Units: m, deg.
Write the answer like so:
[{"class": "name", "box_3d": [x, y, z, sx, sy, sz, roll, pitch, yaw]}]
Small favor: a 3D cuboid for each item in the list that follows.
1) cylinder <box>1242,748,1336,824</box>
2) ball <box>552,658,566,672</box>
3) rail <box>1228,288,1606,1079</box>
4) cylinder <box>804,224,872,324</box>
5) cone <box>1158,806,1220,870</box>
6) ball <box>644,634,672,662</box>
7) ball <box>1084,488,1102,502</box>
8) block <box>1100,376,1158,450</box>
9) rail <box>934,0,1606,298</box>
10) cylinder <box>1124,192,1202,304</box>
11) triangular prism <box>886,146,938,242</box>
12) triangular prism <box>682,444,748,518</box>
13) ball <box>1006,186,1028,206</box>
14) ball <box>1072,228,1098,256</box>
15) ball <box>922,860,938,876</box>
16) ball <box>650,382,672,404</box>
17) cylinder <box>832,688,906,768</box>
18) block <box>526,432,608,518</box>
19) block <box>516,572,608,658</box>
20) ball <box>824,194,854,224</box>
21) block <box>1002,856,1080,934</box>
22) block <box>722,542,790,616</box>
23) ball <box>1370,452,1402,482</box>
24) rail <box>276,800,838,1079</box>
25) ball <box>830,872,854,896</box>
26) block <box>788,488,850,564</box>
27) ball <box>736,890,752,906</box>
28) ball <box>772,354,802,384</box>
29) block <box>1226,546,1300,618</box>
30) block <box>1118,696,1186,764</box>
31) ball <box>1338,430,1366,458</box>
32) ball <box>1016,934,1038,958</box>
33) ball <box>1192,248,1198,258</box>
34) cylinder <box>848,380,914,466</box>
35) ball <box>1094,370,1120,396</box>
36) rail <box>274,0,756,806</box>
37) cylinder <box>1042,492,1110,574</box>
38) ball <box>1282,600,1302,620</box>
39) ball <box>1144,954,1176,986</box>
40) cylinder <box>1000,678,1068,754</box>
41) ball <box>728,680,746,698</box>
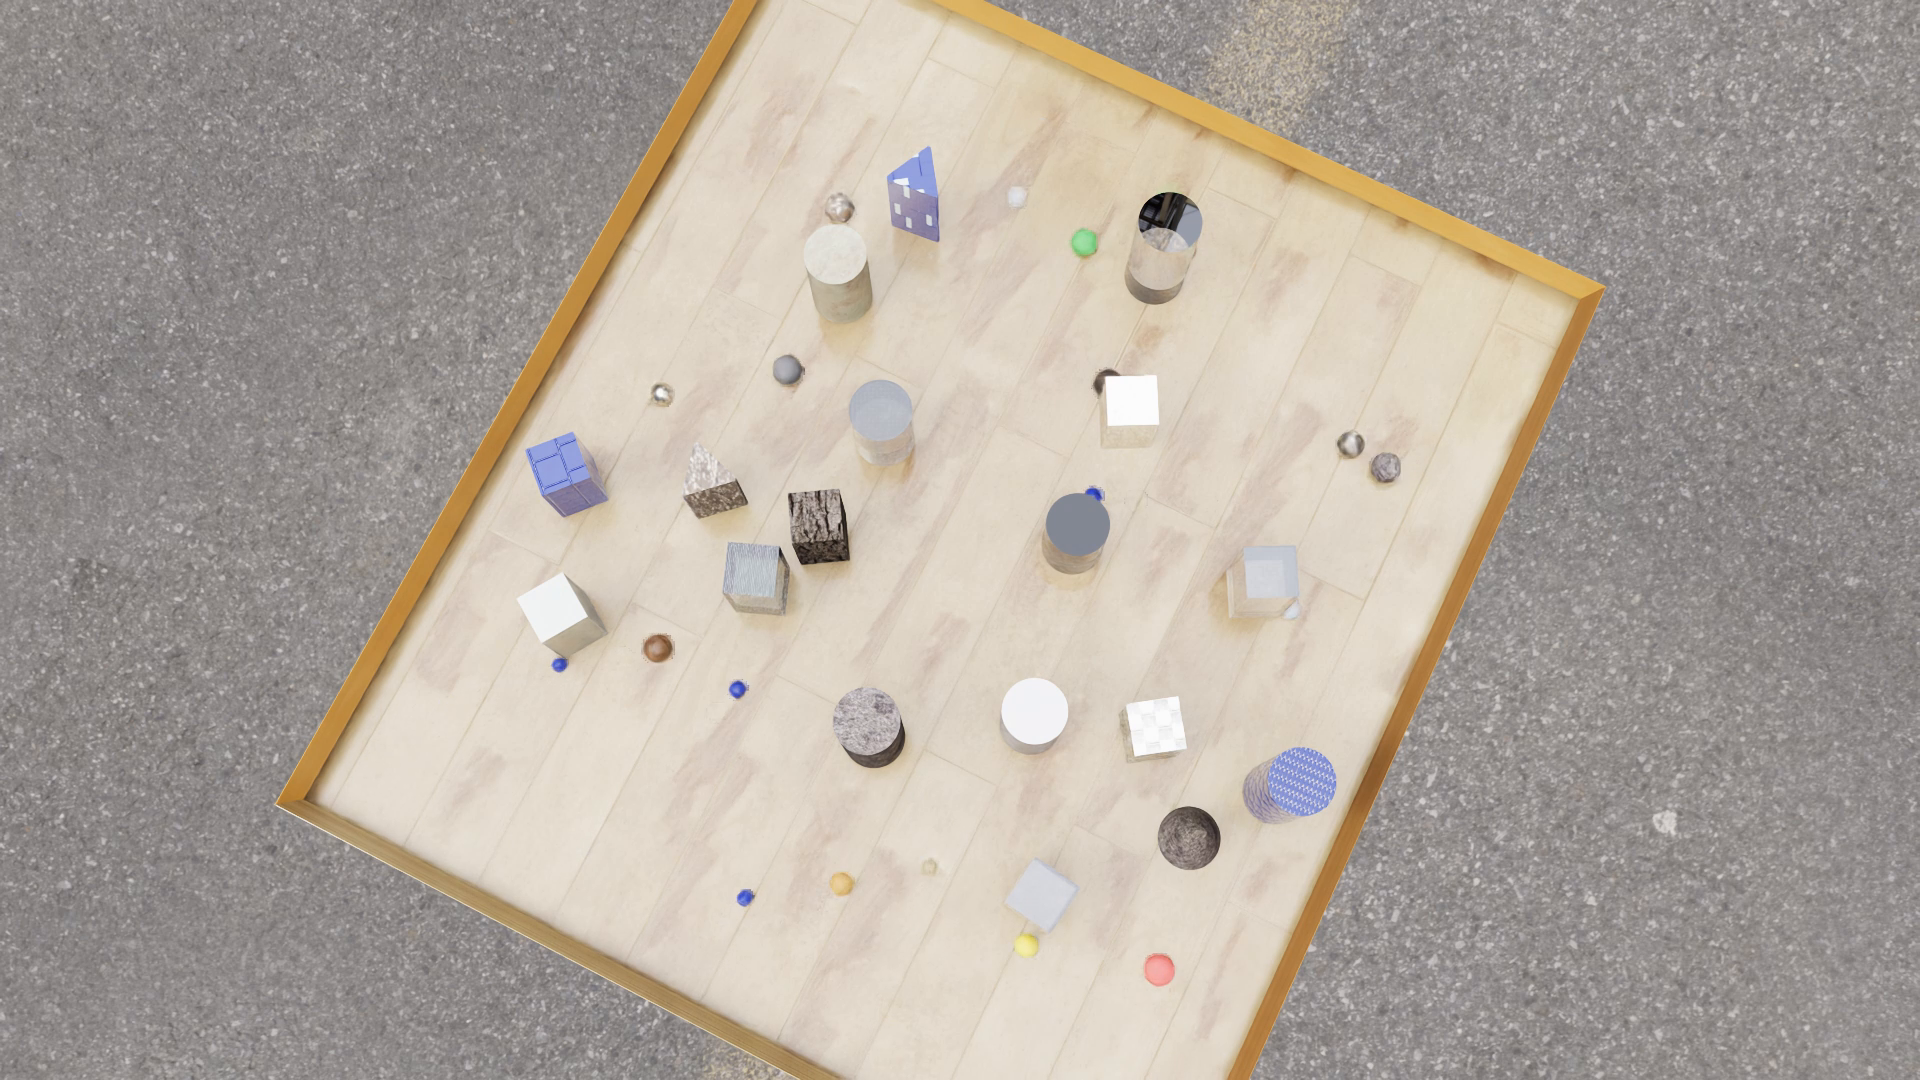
[{"class": "cylinder", "box_3d": [0.935, 0.706, 5.231, 0.187, 0.468, 0.187, 0, 78, 0]}, {"class": "ball", "box_3d": [-1.207, 0.376, 5.516, 0.045, 0.045, 0.045, 0, 78, 0]}, {"class": "rail", "box_3d": [1.258, 0.622, 5.425, 0.045, 0.122, 3.203, 26, 80, 5]}, {"class": "cylinder", "box_3d": [-0.369, -0.808, 5.597, 0.187, 0.365, 0.187, 0, 78, 0]}, {"class": "cone", "box_3d": [0.679, 0.844, 5.237, 0.187, 0.401, 0.187, 0, 78, 0]}, {"class": "ball", "box_3d": [-0.907, 0.325, 5.505, 0.087, 0.087, 0.087, 0, 78, 0]}, {"class": "ball", "box_3d": [0.408, -0.133, 5.615, 0.057, 0.057, 0.057, 0, 78, 0]}, {"class": "block", "box_3d": [0.510, -0.384, 5.553, 0.150, 0.279, 0.150, -1, 78, 0]}, {"class": "rail", "box_3d": [0.706, -1.376, 5.838, 2.859, 0.122, 0.045, 26, 80, 5]}, {"class": "cylinder", "box_3d": [0.613, -0.879, 5.562, 0.187, 0.462, 0.187, 0, 78, 0]}, {"class": "triangular prism", "box_3d": [-0.117, -1.076, 5.649, 0.162, 0.372, 0.141, 21, 79, 4]}, {"class": "triangular prism", "box_3d": [-0.750, -0.187, 5.493, 0.162, 0.317, 0.141, -17, 79, -3]}, {"class": "ball", "box_3d": [0.181, -1.089, 5.808, 0.065, 0.065, 0.065, 0, 78, 0]}, {"class": "ball", "box_3d": [0.392, -0.937, 5.768, 0.083, 0.083, 0.083, 0, 78, 0]}, {"class": "ball", "box_3d": [-0.088, 0.963, 5.394, 0.046, 0.046, 0.046, 0, 78, 0]}, {"class": "ball", "box_3d": [-0.926, -0.453, 5.675, 0.069, 0.069, 0.069, 0, 78, 0]}, {"class": "cylinder", "box_3d": [-0.257, 0.544, 5.272, 0.187, 0.454, 0.187, 0, 78, 0]}, {"class": "block", "box_3d": [-1.178, -0.193, 5.505, 0.150, 0.296, 0.150, -22, 79, -4]}, {"class": "block", "box_3d": [-1.168, 0.226, 5.404, 0.150, 0.325, 0.150, -30, 80, -6]}, {"class": "ball", "box_3d": [-0.380, -1.047, 5.785, 0.094, 0.094, 0.094, 0, 78, 0]}, {"class": "block", "box_3d": [0.228, 1.012, 5.216, 0.150, 0.374, 0.150, 34, 80, 7]}, {"class": "block", "box_3d": [-0.600, 0.118, 5.421, 0.150, 0.335, 0.150, 5, 78, 1]}, {"class": "ball", "box_3d": [1.306, -0.222, 5.615, 0.093, 0.093, 0.093, 0, 78, 0]}, {"class": "rail", "box_3d": [-0.706, 1.389, 5.266, 2.859, 0.122, 0.045, 26, 80, 5]}, {"class": "ball", "box_3d": [-0.348, 1.009, 5.372, 0.070, 0.070, 0.070, 0, 78, 0]}, {"class": "block", "box_3d": [-0.418, -0.037, 5.458, 0.150, 0.325, 0.150, -5, 78, -1]}, {"class": "ball", "box_3d": [-0.633, 1.052, 5.375, 0.046, 0.046, 0.046, 0, 78, 0]}, {"class": "ball", "box_3d": [-0.536, -0.527, 5.678, 0.093, 0.093, 0.093, 0, 78, 0]}, {"class": "block", "box_3d": [0.890, 0.127, 5.409, 0.150, 0.356, 0.150, -2, 78, 0]}, {"class": "block", "box_3d": [0.561, 0.559, 5.363, 0.150, 0.270, 0.150, -8, 78, -2]}, {"class": "ball", "box_3d": [1.203, -0.295, 5.635, 0.083, 0.083, 0.083, 0, 78, 0]}, {"class": "ball", "box_3d": [0.195, 1.182, 5.337, 0.069, 0.069, 0.069, 0, 78, 0]}, {"class": "ball", "box_3d": [0.716, -0.911, 5.773, 0.062, 0.062, 0.062, 0, 78, 0]}, {"class": "cylinder", "box_3d": [-0.233, -0.350, 5.531, 0.187, 0.309, 0.187, 0, 78, 0]}, {"class": "ball", "box_3d": [0.458, -0.483, 5.666, 0.091, 0.091, 0.091, 0, 78, 0]}, {"class": "rail", "box_3d": [-1.258, -0.609, 5.679, 0.045, 0.122, 3.203, 26, 80, 5]}, {"class": "cylinder", "box_3d": [0.343, -0.016, 5.468, 0.187, 0.296, 0.187, 0, 78, 0]}, {"class": "ball", "box_3d": [1.000, 0.208, 5.534, 0.066, 0.066, 0.066, 0, 78, 0]}, {"class": "ball", "box_3d": [0.578, 1.248, 5.312, 0.090, 0.090, 0.090, 0, 78, 0]}, {"class": "cylinder", "box_3d": [0.211, 0.517, 5.333, 0.187, 0.345, 0.187, 0, 78, 0]}, {"class": "ball", "box_3d": [-0.667, 0.449, 5.497, 0.053, 0.053, 0.053, 0, 78, 0]}]
